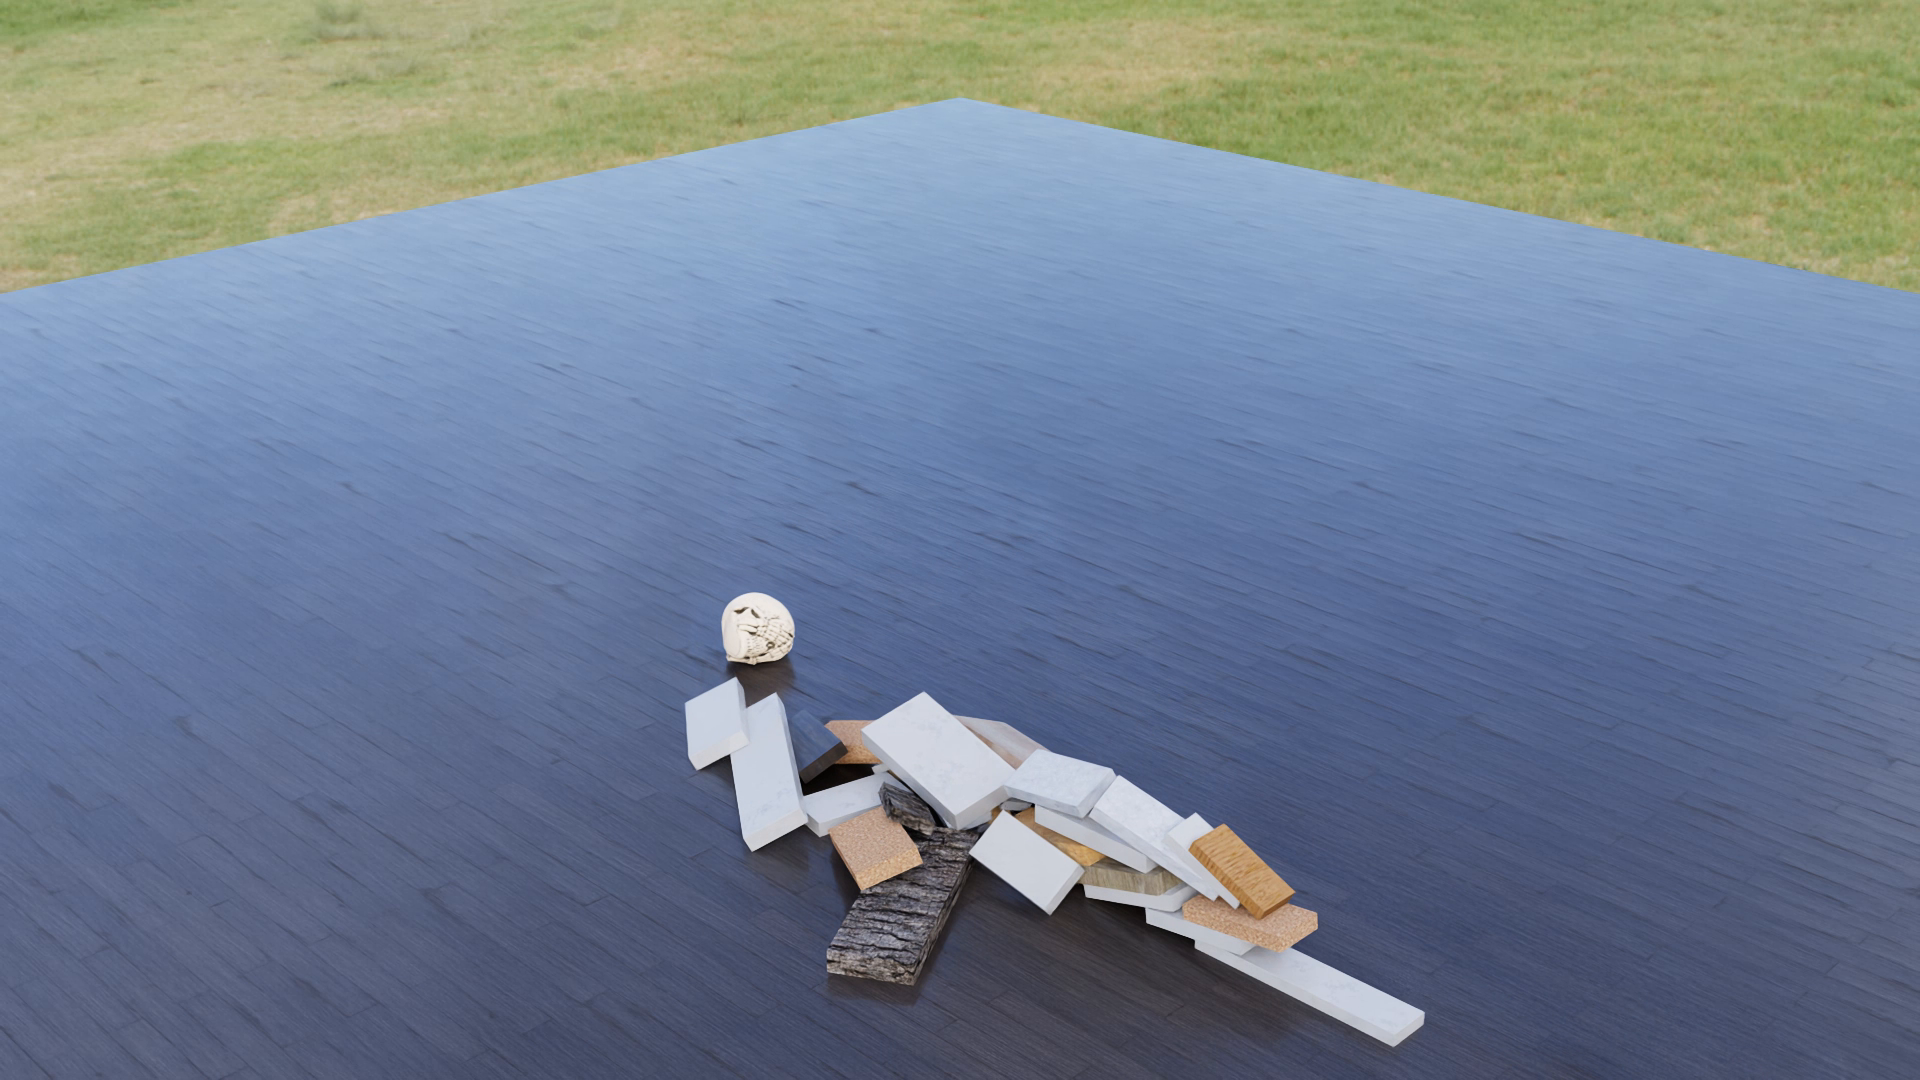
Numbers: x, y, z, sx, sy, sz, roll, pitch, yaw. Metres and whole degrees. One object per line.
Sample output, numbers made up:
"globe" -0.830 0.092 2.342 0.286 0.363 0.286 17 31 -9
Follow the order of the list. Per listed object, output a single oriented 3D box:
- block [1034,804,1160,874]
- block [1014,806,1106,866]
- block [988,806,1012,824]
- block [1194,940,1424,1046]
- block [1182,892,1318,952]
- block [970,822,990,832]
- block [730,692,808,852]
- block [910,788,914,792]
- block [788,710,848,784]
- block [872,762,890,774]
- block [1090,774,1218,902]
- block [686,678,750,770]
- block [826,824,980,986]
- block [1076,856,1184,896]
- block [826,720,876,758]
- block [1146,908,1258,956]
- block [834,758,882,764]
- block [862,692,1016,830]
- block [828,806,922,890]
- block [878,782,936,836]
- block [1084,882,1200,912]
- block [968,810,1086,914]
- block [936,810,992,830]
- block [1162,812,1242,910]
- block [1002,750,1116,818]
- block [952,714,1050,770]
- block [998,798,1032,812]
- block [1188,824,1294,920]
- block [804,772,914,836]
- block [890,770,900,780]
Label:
"block" 0.289 0.538 4.154 0.273 0.039 0.136 20 30 40
"block" 0.192 0.573 4.266 0.136 0.039 0.273 -22 15 -41
"block" 0.054 0.533 4.411 0.052 0.015 0.104 -9 27 -29
"block" 0.613 0.778 3.895 0.431 0.026 0.090 21 31 40
"block" 0.520 0.676 3.952 0.109 0.031 0.219 -22 23 -41
"block" 0.018 0.557 4.428 0.052 0.015 0.104 -21 31 -40
"block" -0.403 0.471 4.537 0.126 0.036 0.506 -28 25 2
"block" -0.022 0.495 4.508 0.145 0.021 0.072 -6 10 27
"block" -0.325 0.431 4.610 0.111 0.031 0.221 -36 25 -12
"block" -0.121 0.455 4.586 0.120 0.017 0.060 -23 4 33
"block" 0.378 0.547 4.043 0.274 0.030 0.106 33 40 11
"block" -0.522 0.392 4.724 0.126 0.036 0.253 -27 24 3
"block" -0.099 0.673 4.117 0.161 0.046 0.468 6 24 14
"block" 0.311 0.612 4.153 0.136 0.039 0.273 -22 15 -41
"block" -0.225 0.419 4.627 0.221 0.031 0.111 -5 21 43
"block" 0.459 0.694 4.020 0.219 0.031 0.109 12 24 44
"block" -0.201 0.451 4.637 0.120 0.017 0.060 -4 18 31
"block" -0.039 0.441 4.425 0.161 0.046 0.322 -30 44 -24
"block" -0.165 0.588 4.227 0.126 0.036 0.253 -23 17 -9
"block" -0.105 0.528 4.329 0.091 0.026 0.183 24 5 -11
"block" 0.349 0.647 4.120 0.109 0.031 0.219 -22 15 -41
"block" 0.126 0.611 4.172 0.212 0.030 0.106 32 78 40
"block" -0.015 0.508 4.397 0.091 0.026 0.183 -20 41 -13
"block" 0.464 0.583 4.001 0.181 0.026 0.090 42 43 21
"block" 0.190 0.462 4.187 0.106 0.030 0.212 -43 30 -27
"block" 0.123 0.447 4.505 0.161 0.046 0.322 12 10 -41
"block" 0.079 0.494 4.444 0.072 0.021 0.145 13 24 -39
"block" 0.507 0.597 3.961 0.090 0.026 0.181 -22 55 -41
"block" -0.216 0.534 4.462 0.221 0.031 0.111 -14 27 -30
"block" -0.068 0.477 4.539 0.145 0.021 0.072 -2 11 41
